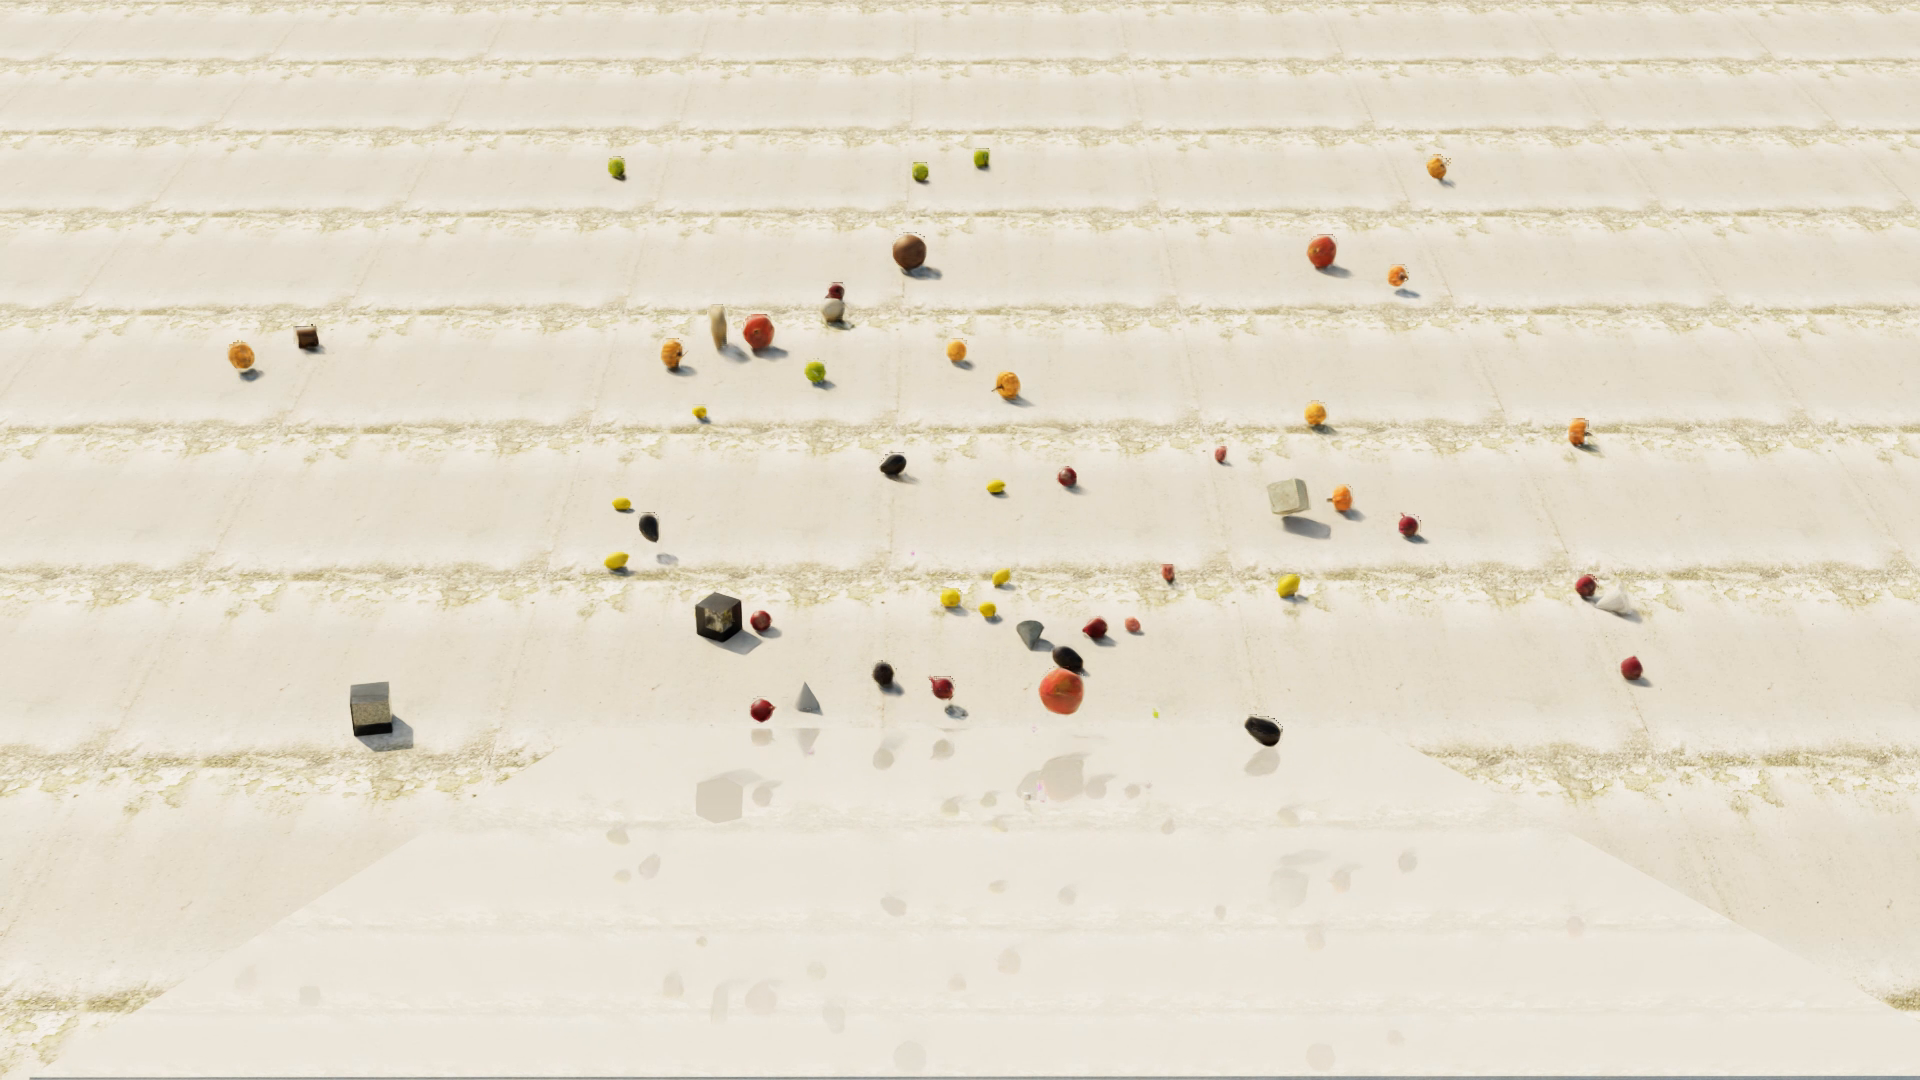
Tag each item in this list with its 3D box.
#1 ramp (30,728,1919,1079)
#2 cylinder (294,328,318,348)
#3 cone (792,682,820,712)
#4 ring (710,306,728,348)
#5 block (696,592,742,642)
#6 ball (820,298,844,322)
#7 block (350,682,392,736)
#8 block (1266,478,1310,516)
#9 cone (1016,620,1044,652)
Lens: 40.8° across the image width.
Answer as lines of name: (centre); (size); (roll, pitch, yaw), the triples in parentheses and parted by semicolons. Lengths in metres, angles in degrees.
ramp: (0.062, 0.559, 4.597); (2.000, 0.100, 4.000); (0, 1, 0)
cylinder: (-2.273, -0.703, 8.983); (0.067, 0.067, 0.067); (-9, 29, -22)
cone: (-0.411, 0.405, 6.852); (0.074, 0.074, 0.074); (0, 28, 0)
ring: (-0.839, -0.740, 8.973); (0.049, 0.148, 0.148); (-7, 28, -8)
block: (-0.672, 0.215, 7.198); (0.092, 0.092, 0.092); (16, 31, 27)
ball: (-0.452, -0.818, 9.188); (0.086, 0.086, 0.086); (0, 28, 0)
block: (-1.540, 0.442, 6.756); (0.099, 0.099, 0.099); (-5, 28, -10)
block: (0.992, -0.130, 7.798); (0.091, 0.091, 0.091); (-14, -10, 26)
cone: (0.195, 0.276, 7.142); (0.079, 0.079, 0.079); (-1, 54, -1)
